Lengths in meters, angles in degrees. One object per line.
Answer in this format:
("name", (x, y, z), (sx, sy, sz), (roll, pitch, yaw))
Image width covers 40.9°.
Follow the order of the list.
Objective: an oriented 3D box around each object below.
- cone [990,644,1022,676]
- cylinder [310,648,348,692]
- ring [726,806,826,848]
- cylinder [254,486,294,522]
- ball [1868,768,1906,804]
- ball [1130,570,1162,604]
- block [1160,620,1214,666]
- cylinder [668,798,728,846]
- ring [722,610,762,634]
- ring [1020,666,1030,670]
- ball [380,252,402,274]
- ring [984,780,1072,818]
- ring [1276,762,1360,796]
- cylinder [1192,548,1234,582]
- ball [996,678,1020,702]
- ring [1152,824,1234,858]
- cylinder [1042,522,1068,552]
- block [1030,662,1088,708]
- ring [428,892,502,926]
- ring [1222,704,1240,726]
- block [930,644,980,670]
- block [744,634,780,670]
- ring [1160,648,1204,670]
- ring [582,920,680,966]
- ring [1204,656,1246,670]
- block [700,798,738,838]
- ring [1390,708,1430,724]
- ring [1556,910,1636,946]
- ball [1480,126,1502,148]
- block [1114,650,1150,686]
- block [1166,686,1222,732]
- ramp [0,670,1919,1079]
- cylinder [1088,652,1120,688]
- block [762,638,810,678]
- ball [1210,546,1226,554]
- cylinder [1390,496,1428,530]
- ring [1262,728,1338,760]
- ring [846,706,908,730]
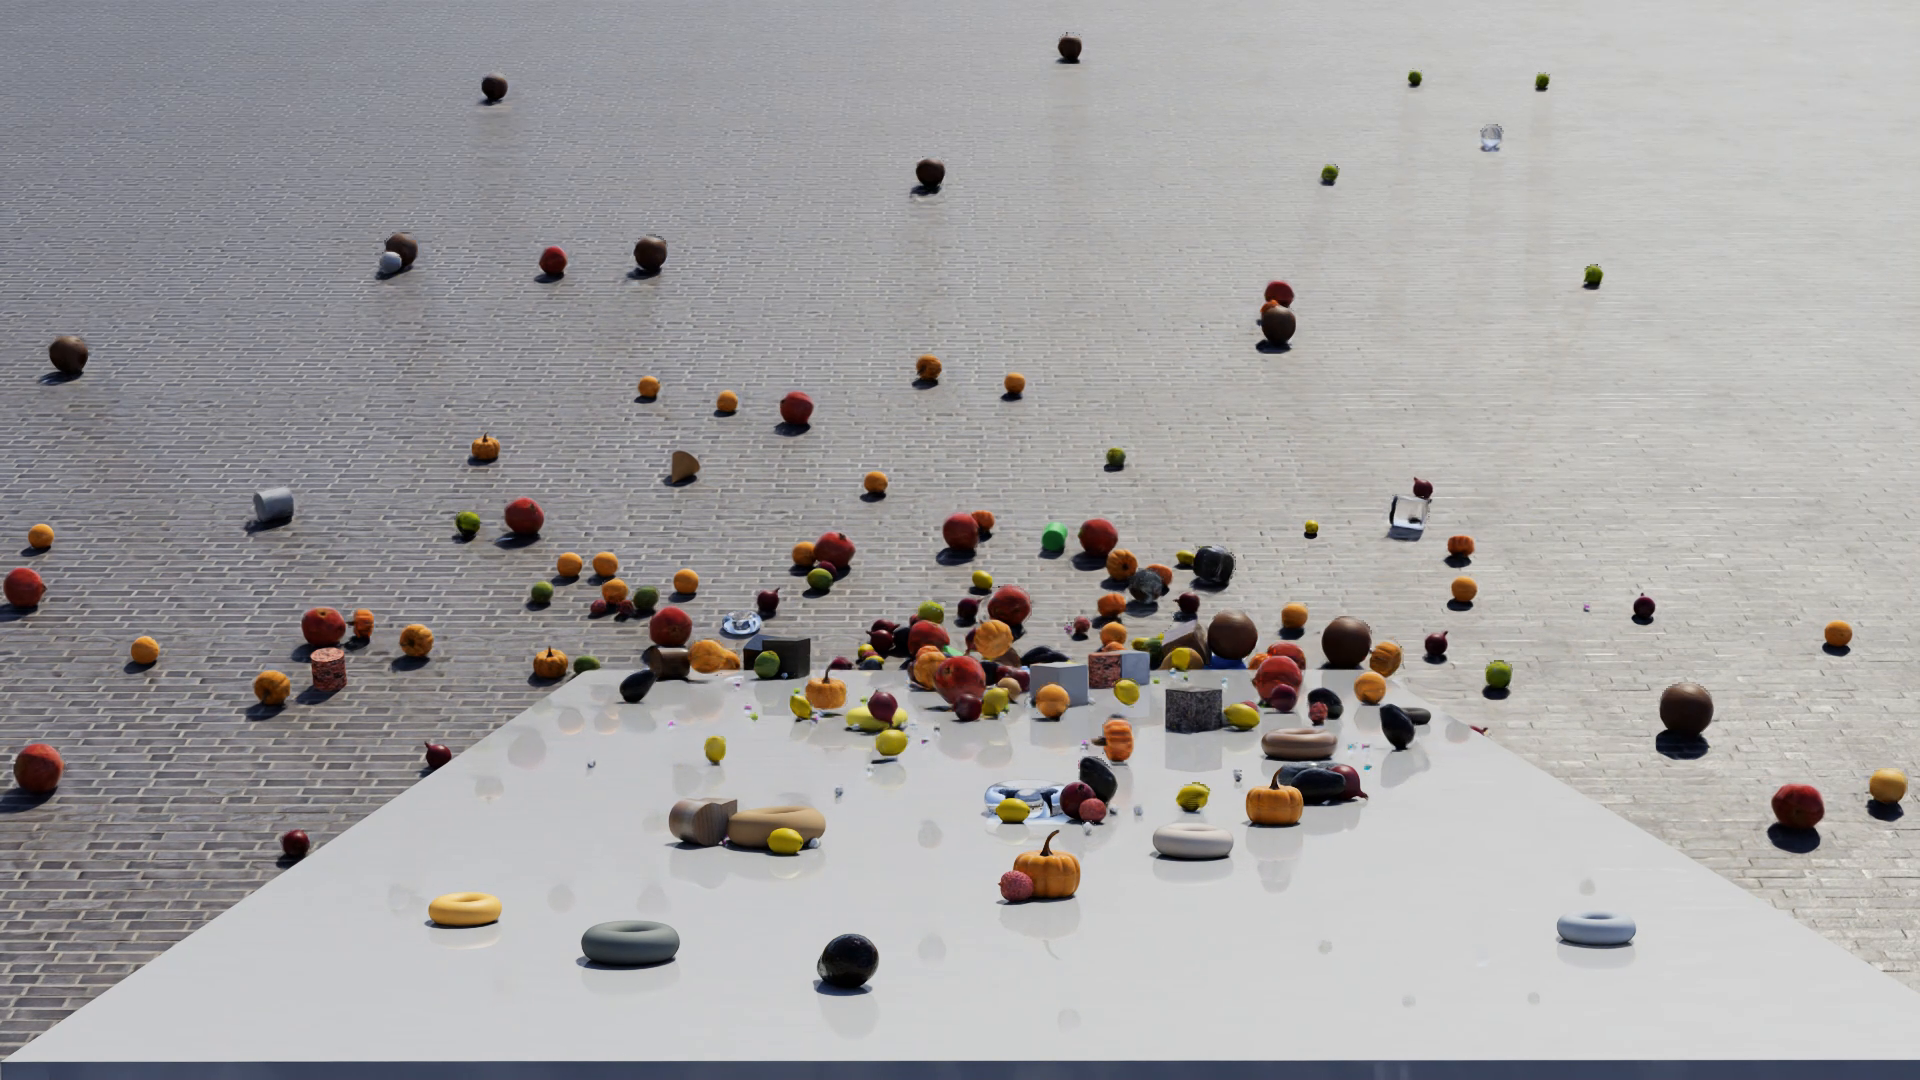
("cone", (0.096, 0.318, 6.391), (0.085, 0.085, 0.085), (14, 36, 30))
("cylinder", (-1.632, 0.335, 6.655), (0.085, 0.085, 0.085), (0, 23, 0))
("ring", (-0.275, 0.429, 3.844), (0.149, 0.050, 0.149), (-3, 0, 0))
("cylinder", (-2.056, -0.108, 7.716), (0.089, 0.089, 0.089), (-16, 27, -34))
("ball", (2.186, 0.581, 6.065), (0.083, 0.083, 0.083), (0, 23, 0))
("ball", (0.516, 0.129, 7.141), (0.093, 0.093, 0.093), (0, 23, 0))
("block", (0.590, 0.280, 6.686), (0.094, 0.094, 0.094), (-26, 12, 18))
("cylinder", (-0.390, 0.421, 3.844), (0.065, 0.065, 0.065), (-19, 14, -39))
("ring", (-0.593, 0.223, 6.988), (0.108, 0.036, 0.108), (-1, 23, 0))
("ring", (0.158, 0.365, 6.574), (0.097, 0.097, 0.032), (7, 26, 16))
("ball", (-2.230, -1.088, 10.081), (0.085, 0.085, 0.085), (0, 23, 0))
("ring", (0.110, 0.416, 4.140), (0.143, 0.048, 0.143), (-1, 4, 0))
("ring", (0.609, 0.406, 4.379), (0.139, 0.046, 0.139), (1, 2, 0))
("cylinder", (0.718, 0.071, 7.293), (0.083, 0.083, 0.083), (18, 28, 36))
("ball", (0.108, 0.337, 5.779), (0.056, 0.056, 0.056), (0, 23, 0))
("ring", (0.339, 0.438, 3.747), (0.118, 0.039, 0.118), (1, 2, 0))
("cylinder", (0.277, -0.010, 7.510), (0.066, 0.066, 0.066), (4, 23, 9))
("block", (0.220, 0.322, 5.726), (0.090, 0.090, 0.090), (-3, 4, -43))
("ring", (-0.624, 0.466, 3.246), (0.092, 0.031, 0.092), (0, 4, 0))
("ring", (0.527, 0.365, 5.365), (0.115, 0.038, 0.115), (-1, 4, 0))
("block", (-0.016, 0.338, 6.603), (0.087, 0.087, 0.087), (26, 14, -22))
("block", (-0.503, 0.311, 6.702), (0.093, 0.093, 0.093), (7, 23, 16))
("ring", (0.568, 0.334, 6.612), (0.124, 0.124, 0.041), (-9, 30, -21))
("ring", (-0.387, 0.472, 3.019), (0.115, 0.038, 0.115), (1, 2, 0))
("ring", (0.675, 0.342, 6.687), (0.145, 0.048, 0.145), (1, 21, 0))
("block", (-0.375, 0.423, 3.914), (0.054, 0.054, 0.054), (1, 3, 20))
("ring", (0.942, 0.368, 5.385), (0.087, 0.029, 0.087), (0, 4, 0))
("ring", (0.772, 0.470, 3.123), (0.094, 0.031, 0.094), (-1, 3, 0))
("ball", (2.470, -1.875, 11.960), (0.097, 0.097, 0.097), (0, 23, 0))
("block", (0.403, 0.308, 6.187), (0.077, 0.077, 0.077), (-1, 3, -26))
("block", (0.479, 0.347, 5.274), (0.082, 0.082, 0.082), (-2, 4, -43))
("ramp", (0.052, 0.472, 4.535), (2.000, 0.100, 4.000), (0, 3, 0))
("cylinder", (0.345, 0.310, 6.131), (0.077, 0.077, 0.077), (0, 3, 0))
("block", (-0.430, 0.292, 6.373), (0.093, 0.093, 0.093), (1, 3, 17))
("ball", (0.735, 0.045, 7.389), (0.057, 0.057, 0.057), (0, 23, 0))
("cylinder", (1.335, -0.081, 7.647), (0.092, 0.092, 0.092), (9, 24, 21))
("ring", (0.639, 0.384, 4.843), (0.144, 0.048, 0.144), (-1, 3, 0))
("ring", (-0.171, 0.367, 5.288), (0.127, 0.042, 0.127), (-1, 3, 0))
